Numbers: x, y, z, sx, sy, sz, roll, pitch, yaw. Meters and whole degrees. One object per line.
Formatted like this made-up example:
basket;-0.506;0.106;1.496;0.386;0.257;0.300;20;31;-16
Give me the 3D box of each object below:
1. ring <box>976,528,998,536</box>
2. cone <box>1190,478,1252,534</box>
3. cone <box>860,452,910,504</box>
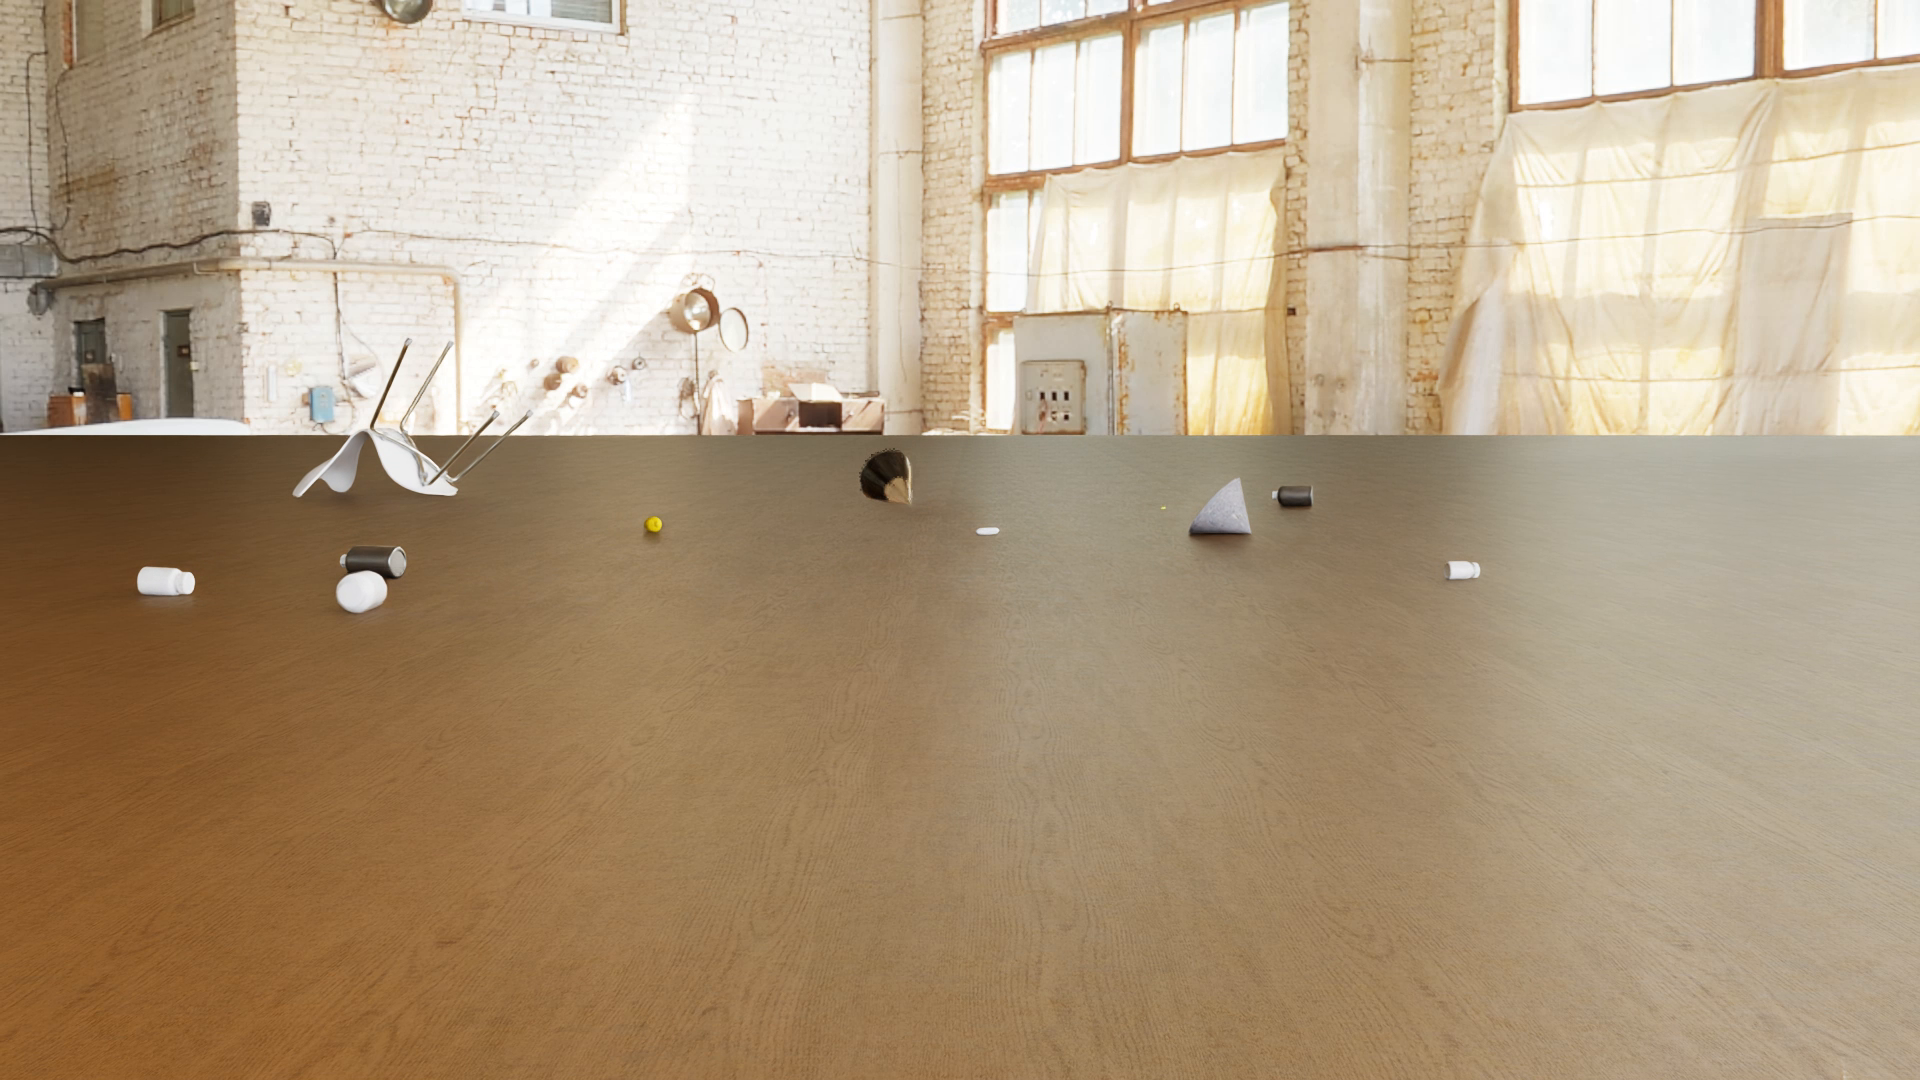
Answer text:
ring;0.084;-0.027;6.798;0.049;0.019;0.110;1;4;35
cone;0.850;-0.063;6.846;0.145;0.190;0.294;39;40;15
cone;-0.244;-0.196;8.657;0.203;0.225;0.286;42;3;-34
